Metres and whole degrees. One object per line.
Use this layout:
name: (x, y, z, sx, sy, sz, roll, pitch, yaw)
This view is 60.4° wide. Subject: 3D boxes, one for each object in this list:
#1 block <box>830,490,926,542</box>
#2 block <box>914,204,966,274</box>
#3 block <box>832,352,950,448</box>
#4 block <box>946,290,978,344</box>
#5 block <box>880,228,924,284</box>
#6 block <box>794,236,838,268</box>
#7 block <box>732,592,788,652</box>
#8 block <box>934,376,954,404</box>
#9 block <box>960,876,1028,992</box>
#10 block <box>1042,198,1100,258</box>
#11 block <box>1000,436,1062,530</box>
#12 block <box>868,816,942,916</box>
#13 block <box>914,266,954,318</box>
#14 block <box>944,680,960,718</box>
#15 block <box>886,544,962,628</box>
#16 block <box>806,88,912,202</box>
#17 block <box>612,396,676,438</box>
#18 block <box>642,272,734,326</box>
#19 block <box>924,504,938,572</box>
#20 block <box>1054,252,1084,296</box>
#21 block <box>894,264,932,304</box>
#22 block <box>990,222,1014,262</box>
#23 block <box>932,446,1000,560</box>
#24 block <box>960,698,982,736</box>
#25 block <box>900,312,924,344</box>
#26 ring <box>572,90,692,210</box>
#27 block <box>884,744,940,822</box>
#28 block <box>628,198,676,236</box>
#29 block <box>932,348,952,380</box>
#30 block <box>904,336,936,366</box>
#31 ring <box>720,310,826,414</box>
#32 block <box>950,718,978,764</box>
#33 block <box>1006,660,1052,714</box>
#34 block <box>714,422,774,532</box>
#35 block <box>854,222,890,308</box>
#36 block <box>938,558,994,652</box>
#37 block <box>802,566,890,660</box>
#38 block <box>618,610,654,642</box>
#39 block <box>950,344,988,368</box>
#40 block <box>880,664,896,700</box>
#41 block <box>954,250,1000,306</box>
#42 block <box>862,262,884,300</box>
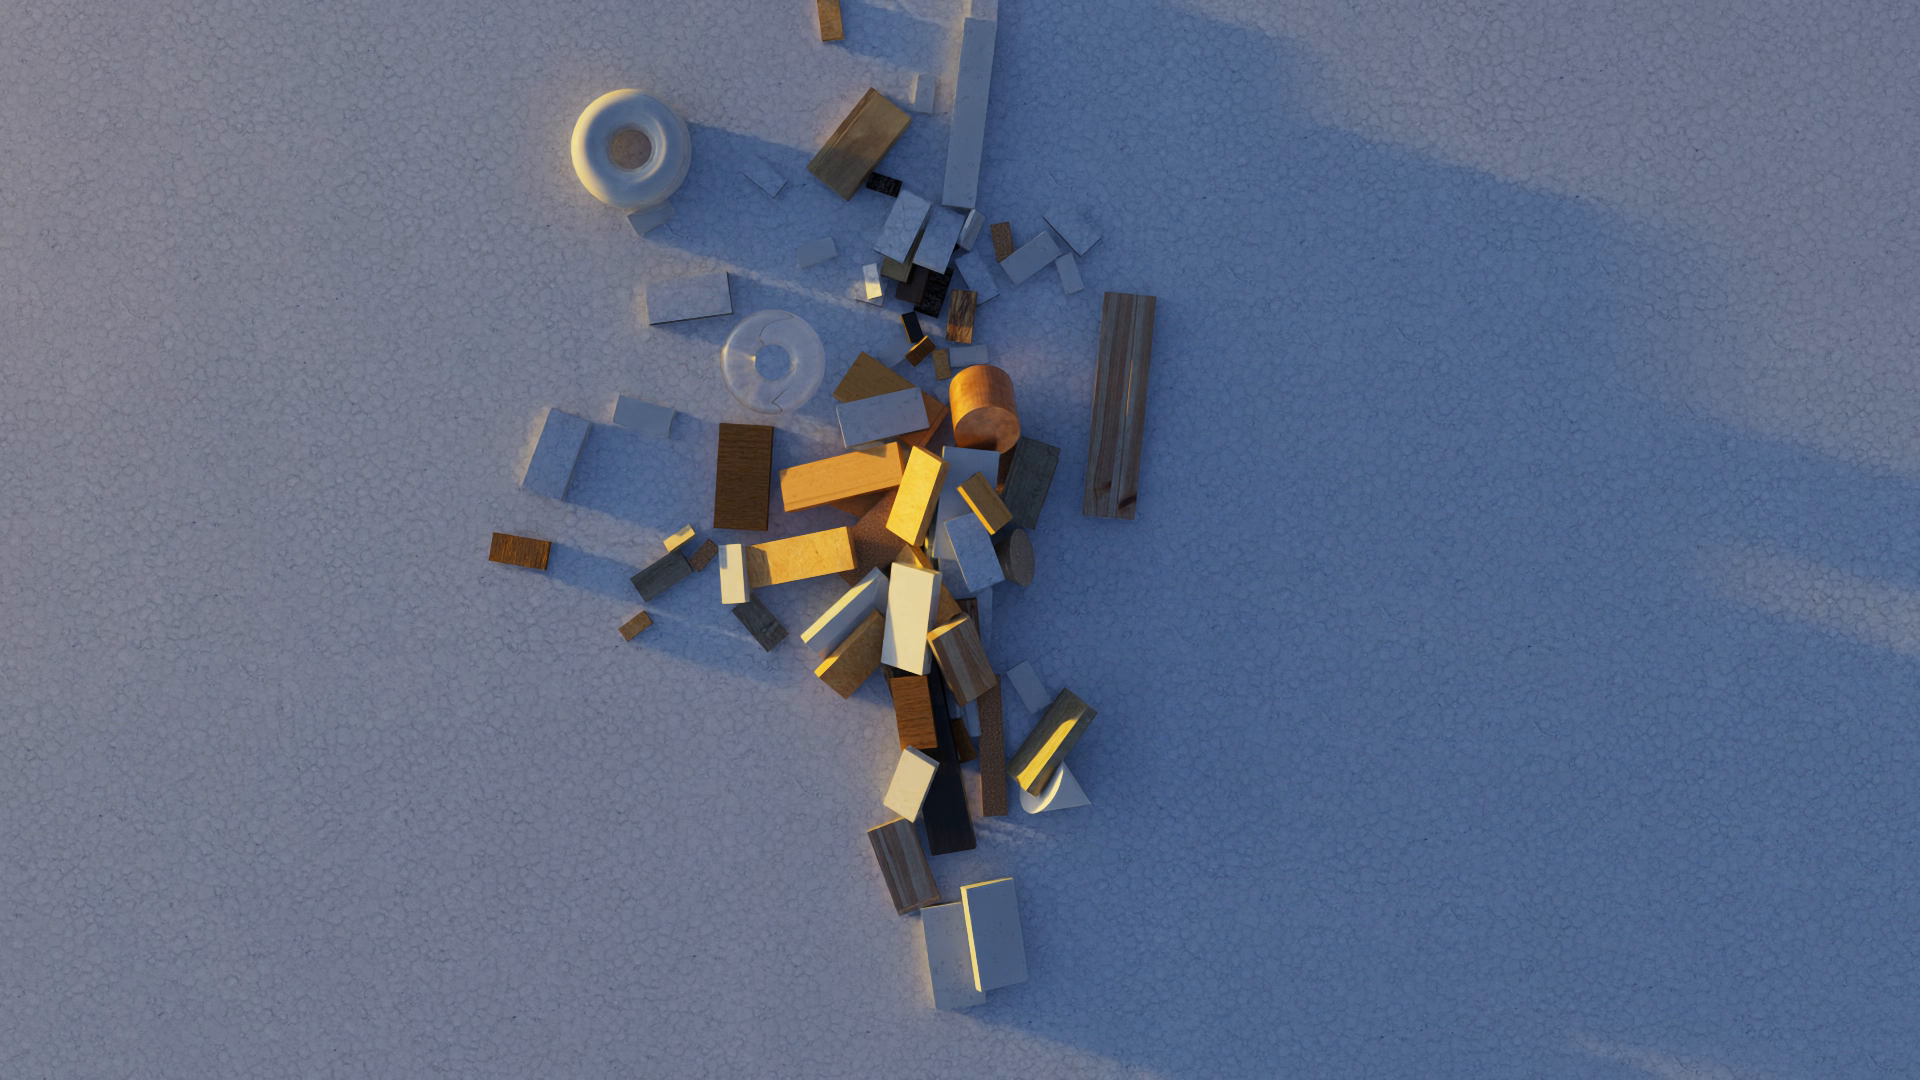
block: (-0.247, -0.133, 5.475, 0.348, 0.049, 0.174, 23, 90, 0)
block: (-0.067, -0.992, 5.443, 0.109, 0.031, 0.219, 21, 69, -3)
block: (-0.228, -0.455, 5.462, 0.348, 0.049, 0.174, 33, 81, 0)
block: (0.005, -0.743, 5.474, 0.085, 0.024, 0.170, 8, 95, 8)
block: (-0.191, -0.952, 5.456, 0.093, 0.026, 0.185, 19, 90, 6)
block: (-0.480, -0.957, 5.491, 0.131, 0.019, 0.066, -19, 90, 0)
block: (-0.664, 0.274, 5.487, 0.092, 0.026, 0.184, -41, 90, 0)
block: (-0.020, -0.507, 5.491, 0.125, 0.018, 0.063, -33, 90, 0)
block: (0.115, 1.300, 5.448, 0.170, 0.048, 0.340, -9, 90, -20)
block: (0.371, -1.040, 5.487, 0.092, 0.026, 0.184, -43, 90, 0)
block: (0.221, -0.188, 5.432, 0.141, 0.040, 0.282, 18, 90, 0)
block: (-0.185, 1.080, 5.479, 0.149, 0.042, 0.298, -21, 90, 0)
block: (-0.088, -0.832, 5.488, 0.085, 0.024, 0.170, 19, 90, 0)
block: (-0.040, 0.520, 5.472, 0.071, 0.020, 0.142, -6, 90, 35)
block: (-0.119, 0.164, 5.380, 0.287, 0.041, 0.144, 56, 131, 18)
block: (-0.333, -1.311, 5.468, 0.171, 0.048, 0.341, 39, 90, 5)
block: (-1.052, -0.411, 5.487, 0.189, 0.027, 0.095, 15, 90, 0)
block: (-0.902, -0.803, 5.480, 0.279, 0.040, 0.140, -8, 90, 0)
block: (-0.022, 0.008, 5.404, 0.179, 0.051, 0.357, 3, 108, -12)
block: (0.364, -0.886, 5.491, 0.063, 0.018, 0.125, -20, 90, 0)
block: (-0.145, -0.881, 5.471, 0.093, 0.026, 0.185, 16, 89, 19)
block: (0.143, -0.991, 5.491, 0.063, 0.018, 0.125, -10, 90, 0)
block: (0.019, -0.114, 5.295, 0.179, 0.051, 0.357, 6, 93, -6)
block: (0.025, 0.580, 5.471, 0.071, 0.020, 0.142, -6, 95, 23)
block: (-0.158, -0.707, 5.480, 0.049, 0.014, 0.099, -17, 84, -20)
ring: (-1.083, -1.288, 5.436, 0.395, 0.132, 0.395, 0, 91, -1)
block: (-0.160, 0.800, 5.410, 0.120, 0.034, 0.239, 29, 120, 16)
block: (-1.025, -1.081, 5.490, 0.147, 0.021, 0.073, -30, 90, 0)
block: (-0.061, -0.585, 5.493, 0.050, 0.014, 0.099, -10, 90, 0)
block: (-0.132, -0.627, 5.479, 0.099, 0.014, 0.049, -43, 121, 3)
ring: (-0.618, -0.587, 5.443, 0.349, 0.116, 0.349, 0, 90, -1)
block: (-0.003, 0.668, 5.473, 0.071, 0.020, 0.142, -21, 92, 26)
block: (0.230, 0.489, 5.488, 0.082, 0.023, 0.165, -31, 90, 0)
block: (-0.718, -0.208, 5.475, 0.174, 0.049, 0.348, 3, 90, 0)
block: (-0.269, -0.917, 5.487, 0.093, 0.026, 0.267, 15, 90, 0)
block: (0.015, 0.194, 5.411, 0.179, 0.051, 0.357, 0, 109, -5)
block: (-0.343, 0.260, 5.430, 0.337, 0.048, 0.168, -43, 127, 0)
block: (-1.080, 0.286, 5.493, 0.104, 0.015, 0.052, -36, 90, 0)
block: (0.029, -0.612, 5.491, 0.125, 0.018, 0.063, -6, 90, 0)
block: (-0.212, 0.467, 5.468, 0.061, 0.017, 0.122, -21, 90, 0)
block: (0.056, -0.874, 5.488, 0.085, 0.024, 0.170, -27, 90, 0)
block: (-0.286, -0.856, 5.453, 0.055, 0.016, 0.110, -9, 90, 31)
